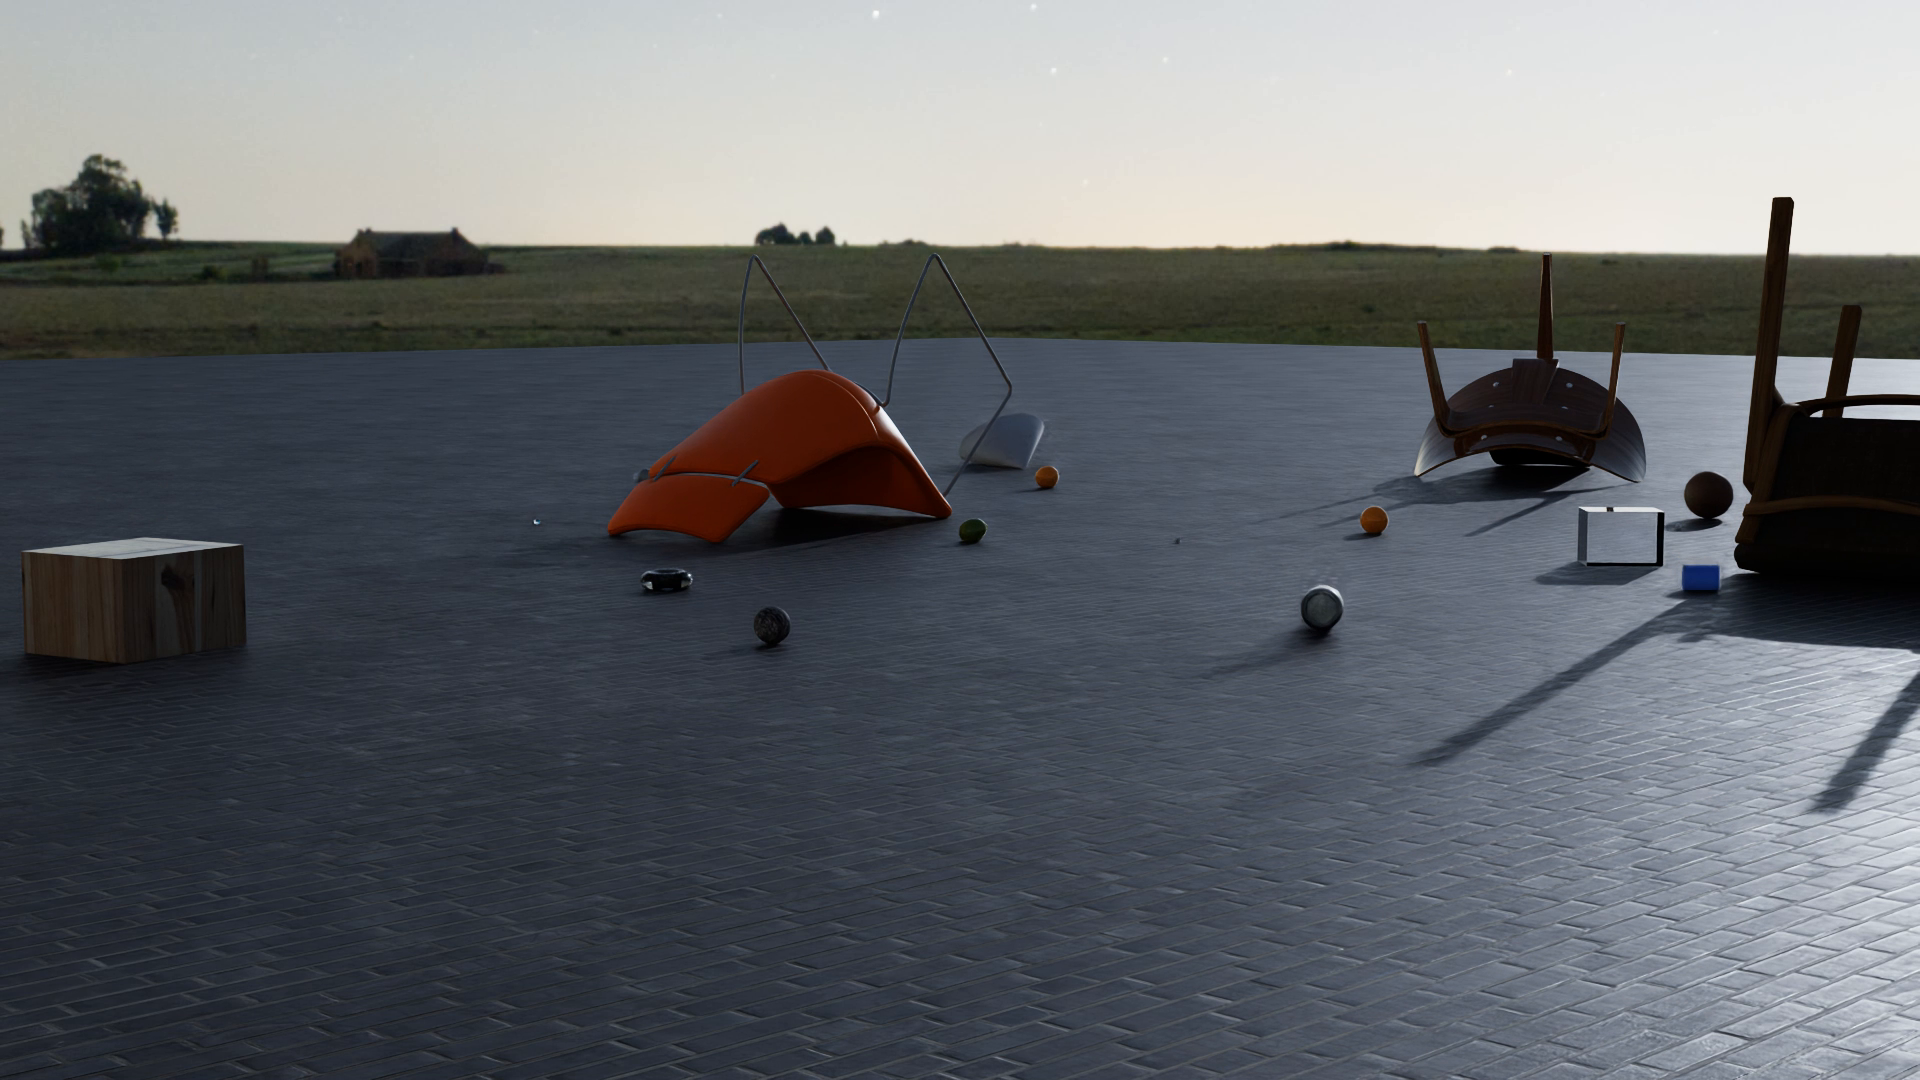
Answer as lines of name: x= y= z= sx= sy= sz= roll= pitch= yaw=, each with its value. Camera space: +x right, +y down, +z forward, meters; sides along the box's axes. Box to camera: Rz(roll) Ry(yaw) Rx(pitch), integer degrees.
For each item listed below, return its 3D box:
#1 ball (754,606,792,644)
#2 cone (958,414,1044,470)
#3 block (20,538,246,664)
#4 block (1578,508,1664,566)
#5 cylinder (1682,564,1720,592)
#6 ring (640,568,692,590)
ball: x=-0.337 y=0.153 z=4.604 sx=0.067 sy=0.067 sz=0.067 roll=0 pitch=6 yaw=0
cone: x=0.183 y=-0.297 z=8.855 sx=0.321 sy=0.164 sz=0.299 roll=-19 pitch=27 yaw=-7
block: x=-1.460 y=0.103 z=4.542 sx=0.252 sy=0.179 sz=0.277 roll=3 pitch=7 yaw=30
block: x=1.514 y=-0.008 z=5.882 sx=0.172 sy=0.125 sz=0.112 roll=0 pitch=6 yaw=3
cylinder: x=1.553 y=0.079 z=5.378 sx=0.069 sy=0.056 sz=0.053 roll=1 pitch=-32 yaw=9
ring: x=-0.619 y=0.084 z=5.413 sx=0.110 sy=0.038 sz=0.113 roll=0 pitch=7 yaw=3
